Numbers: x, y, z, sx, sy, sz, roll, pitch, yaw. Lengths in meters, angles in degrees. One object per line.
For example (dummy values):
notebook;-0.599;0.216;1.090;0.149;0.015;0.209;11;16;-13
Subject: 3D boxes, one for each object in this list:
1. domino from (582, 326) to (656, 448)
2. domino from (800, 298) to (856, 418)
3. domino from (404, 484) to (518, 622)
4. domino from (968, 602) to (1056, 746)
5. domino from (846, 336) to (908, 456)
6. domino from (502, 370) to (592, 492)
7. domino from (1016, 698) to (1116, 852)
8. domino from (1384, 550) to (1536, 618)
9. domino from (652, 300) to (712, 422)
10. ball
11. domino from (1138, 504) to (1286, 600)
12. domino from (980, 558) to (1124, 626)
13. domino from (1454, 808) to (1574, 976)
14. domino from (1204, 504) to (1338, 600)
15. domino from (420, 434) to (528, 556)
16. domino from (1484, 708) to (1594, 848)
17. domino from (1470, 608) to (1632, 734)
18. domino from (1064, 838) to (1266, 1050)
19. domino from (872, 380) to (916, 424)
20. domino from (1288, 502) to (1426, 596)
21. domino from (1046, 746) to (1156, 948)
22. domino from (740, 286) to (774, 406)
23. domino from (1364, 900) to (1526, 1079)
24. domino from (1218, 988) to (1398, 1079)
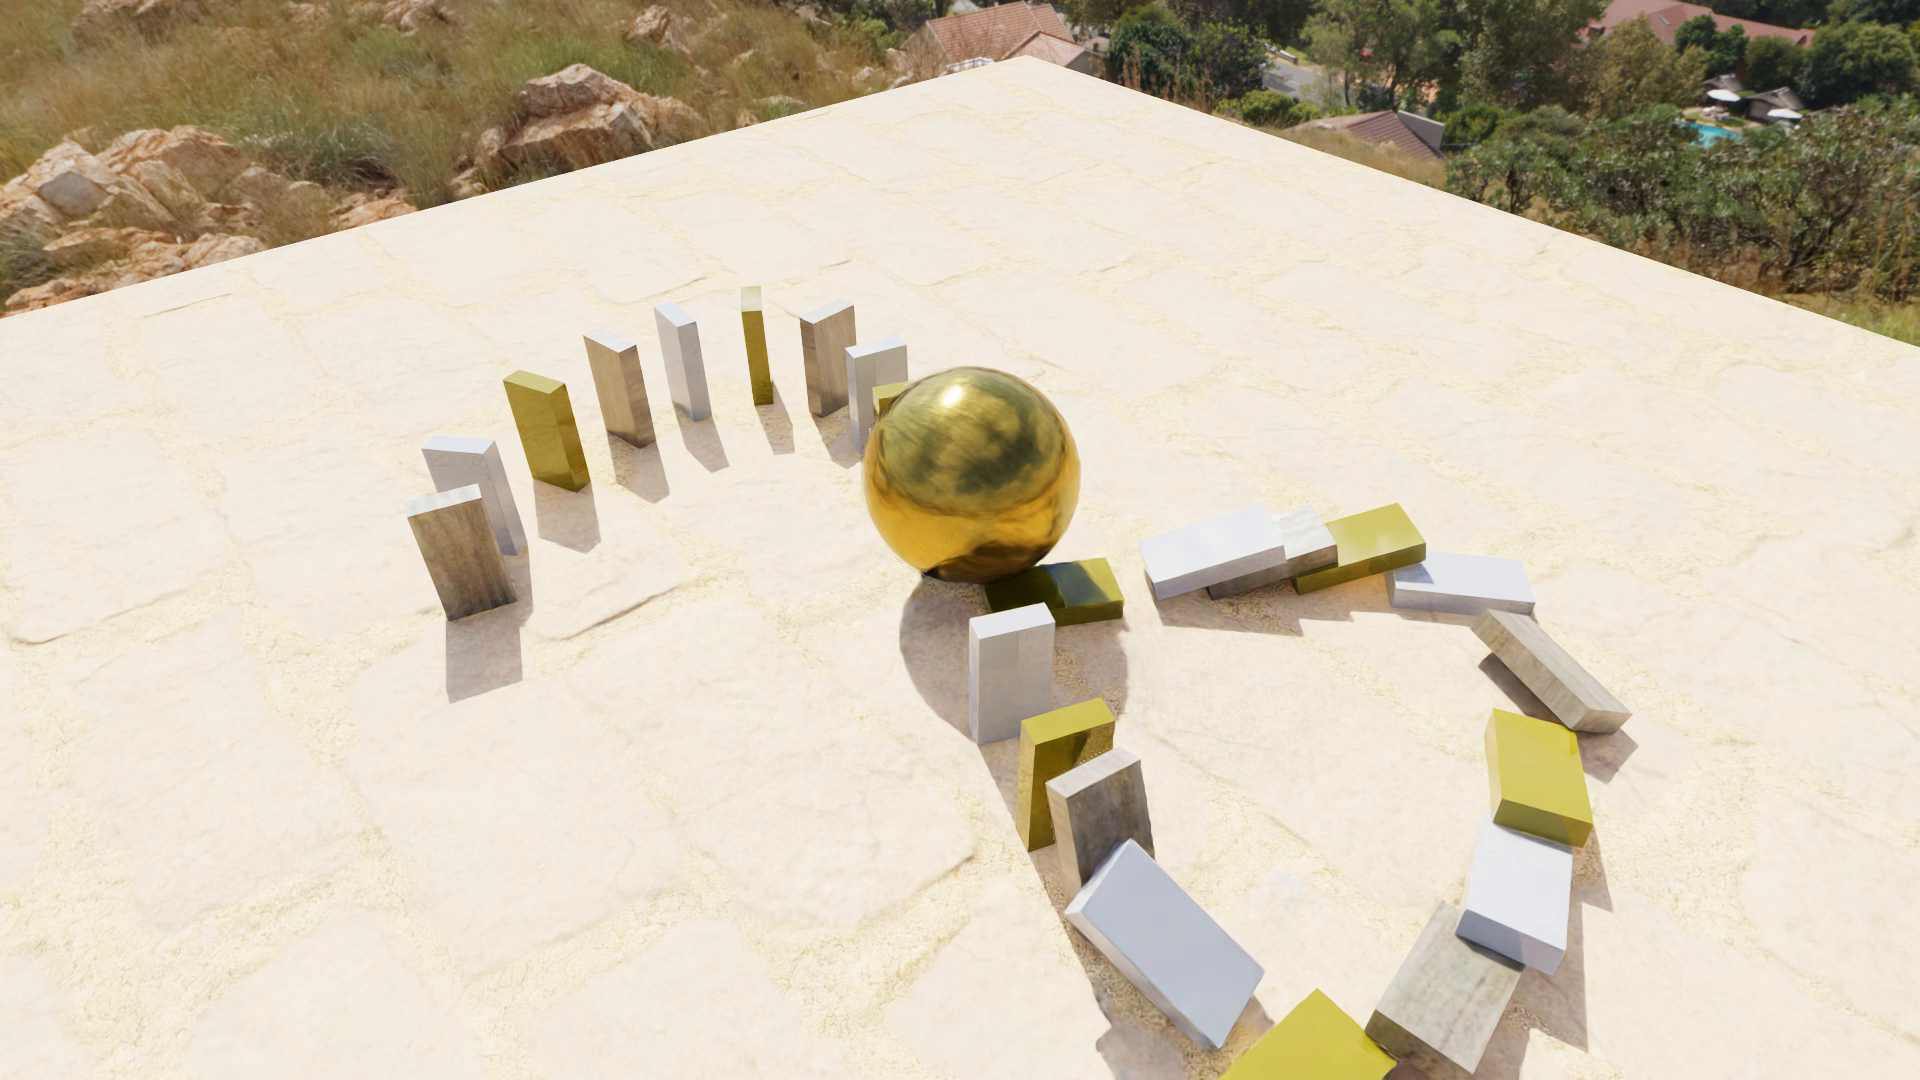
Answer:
domino;-0.153;-0.068;0.495;0.025;0.050;0.010;27;46;29
domino;-0.060;-0.085;0.515;0.010;0.050;0.025;30;48;31
domino;-0.183;0.005;0.405;0.025;0.050;0.009;-18;43;-21
domino;0.016;0.044;0.357;0.025;0.050;0.010;-11;41;-13
domino;-0.036;-0.064;0.490;0.025;0.050;0.009;-19;43;-21
domino;-0.175;-0.046;0.467;0.025;0.050;0.009;17;42;20
domino;0.031;0.070;0.326;0.025;0.050;0.010;-14;41;-16
domino;0.191;0.017;0.423;0.050;0.010;0.025;6;40;7
domino;-0.129;-0.083;0.513;0.010;0.050;0.025;-25;46;-28
ball;0.004;-0.023;0.403;0.080;0.080;0.080;0;39;0
domino;0.096;0.004;0.422;0.050;0.010;0.025;-17;40;5
domino;0.034;0.021;0.418;0.050;0.010;0.025;-7;40;-8
domino;0.159;0.099;0.314;0.025;0.009;0.050;20;30;23
domino;0.117;0.005;0.427;0.050;0.010;0.025;-18;40;4
domino;-0.190;-0.017;0.432;0.025;0.050;0.009;5;40;6
domino;0.181;0.073;0.345;0.025;0.009;0.050;14;29;16
domino;0.204;0.045;0.381;0.025;0.010;0.050;10;33;-30
domino;0.054;0.107;0.291;0.050;0.010;0.025;44;60;1
domino;-0.022;-0.043;0.463;0.025;0.050;0.010;-12;41;-14
domino;0.152;0.003;0.429;0.050;0.009;0.025;-16;40;4
domino;0.041;0.086;0.307;0.025;0.050;0.009;-21;22;-24
domino;-0.097;-0.092;0.524;0.010;0.050;0.025;-6;40;-7
domino;0.129;0.119;0.290;0.025;0.010;0.050;29;36;30
domino;0.083;0.138;0.275;0.050;0.010;0.025;-26;46;-29
